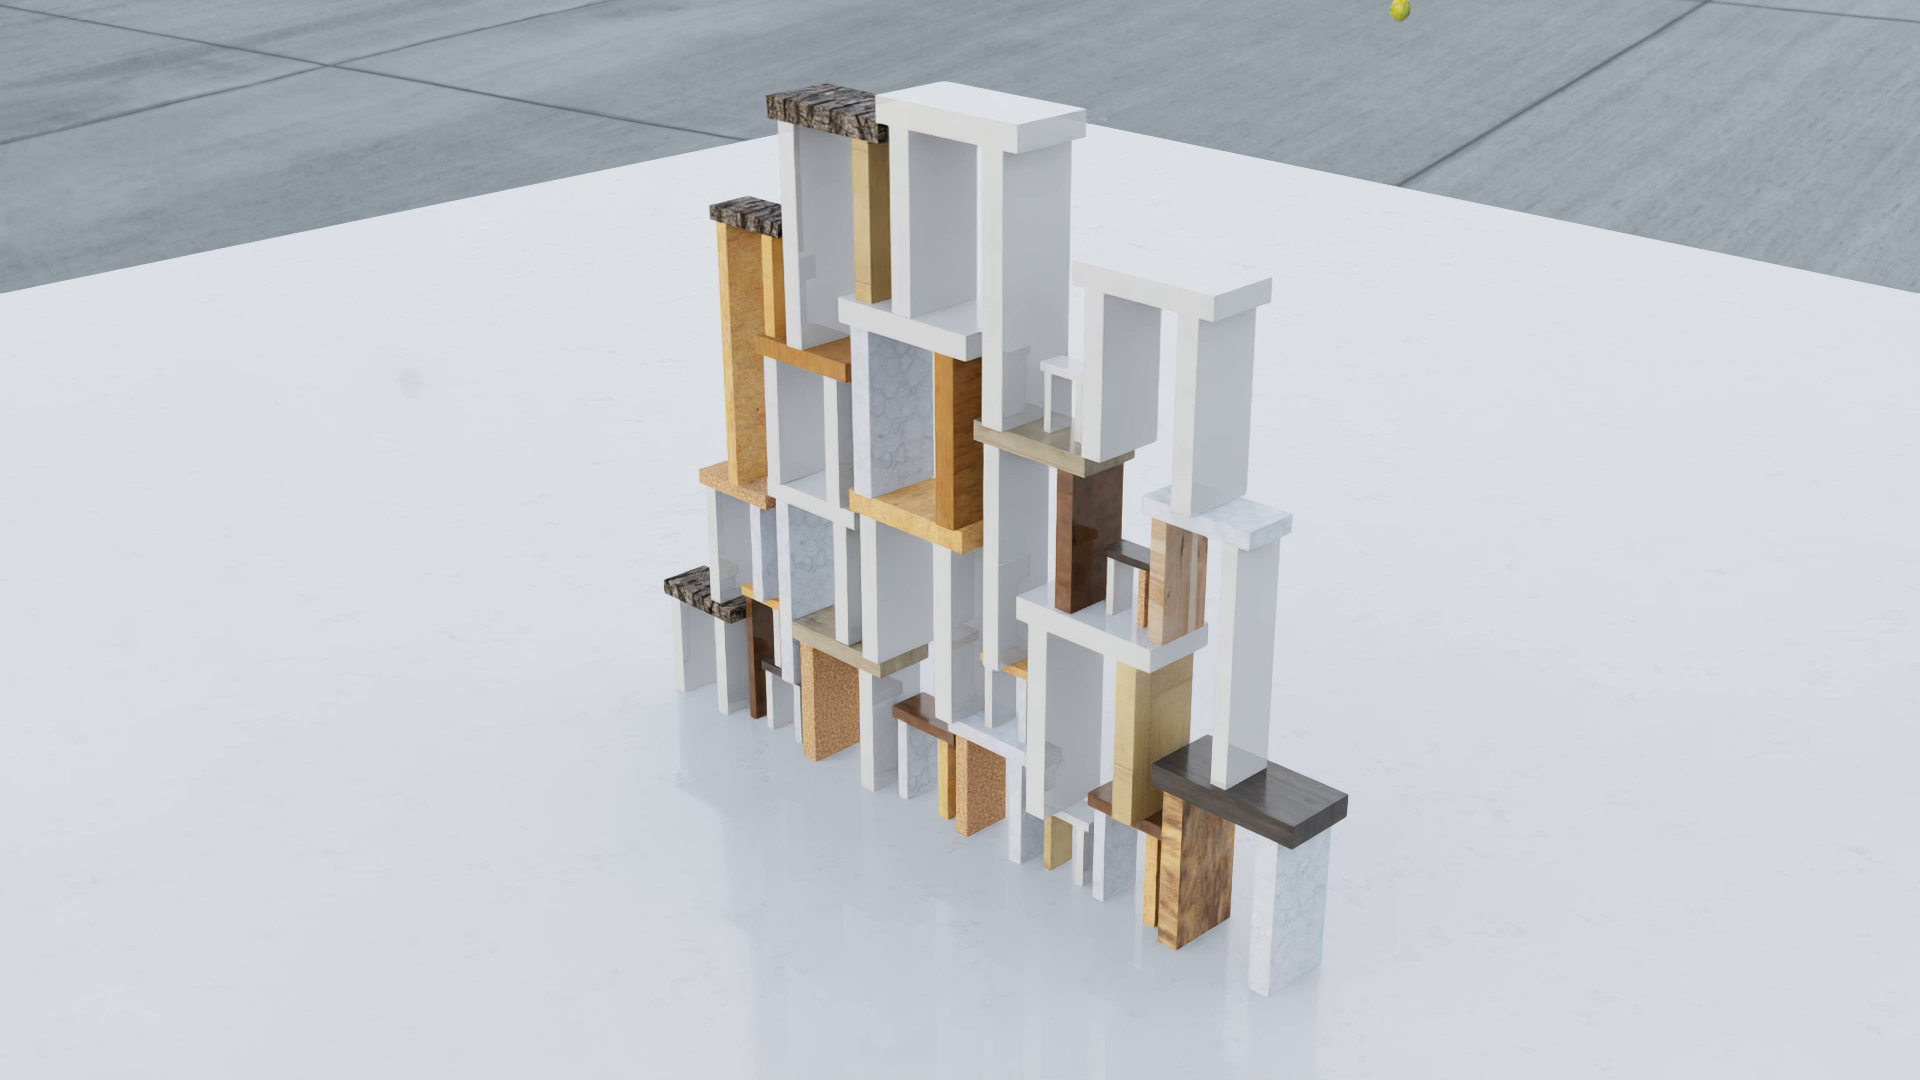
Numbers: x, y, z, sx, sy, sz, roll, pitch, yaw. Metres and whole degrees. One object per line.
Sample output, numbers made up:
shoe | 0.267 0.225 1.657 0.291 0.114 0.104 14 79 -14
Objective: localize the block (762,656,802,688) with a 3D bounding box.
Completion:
block | -0.356 0.278 4.729 0.138 0.020 0.069 21 31 41

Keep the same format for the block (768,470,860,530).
block | -0.256 -0.091 4.466 0.263 0.037 0.131 21 31 41

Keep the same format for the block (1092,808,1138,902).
block | 0.294 0.579 4.154 0.027 0.190 0.095 21 31 41

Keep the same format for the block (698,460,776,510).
block | -0.440 -0.121 4.652 0.218 0.031 0.109 22 32 40

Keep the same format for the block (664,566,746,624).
block | -0.536 0.119 4.851 0.230 0.033 0.115 21 31 41

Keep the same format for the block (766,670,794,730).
block | -0.388 0.337 4.789 0.020 0.138 0.069 21 31 41

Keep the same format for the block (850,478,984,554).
block | -0.051 -0.059 4.254 0.156 0.044 0.312 -21 31 -40

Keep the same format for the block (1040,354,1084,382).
block | 0.202 -0.301 3.880 0.112 0.016 0.056 21 31 41

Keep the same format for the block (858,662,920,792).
block | -0.144 0.371 4.540 0.038 0.270 0.135 21 31 41

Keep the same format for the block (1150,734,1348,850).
block | 0.507 0.439 3.867 0.313 0.044 0.157 21 31 41

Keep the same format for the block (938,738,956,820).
block | -0.002 0.468 4.432 0.025 0.176 0.088 21 31 41

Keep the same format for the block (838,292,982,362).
block | -0.050 -0.412 4.100 0.170 0.048 0.339 -21 31 -40

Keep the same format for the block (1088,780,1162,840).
block | 0.339 0.496 4.071 0.190 0.027 0.095 21 31 41

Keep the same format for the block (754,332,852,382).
block | -0.268 -0.375 4.351 0.268 0.038 0.134 21 31 41

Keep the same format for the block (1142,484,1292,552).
block | 0.435 -0.044 3.734 0.233 0.033 0.117 21 31 41

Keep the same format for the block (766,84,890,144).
block | -0.202 -0.798 4.106 0.307 0.043 0.153 21 31 41

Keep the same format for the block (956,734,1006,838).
block | 0.042 0.470 4.371 0.031 0.220 0.110 21 31 41

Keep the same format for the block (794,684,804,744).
block | -0.323 0.363 4.729 0.020 0.138 0.069 21 31 41

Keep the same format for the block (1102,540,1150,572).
block | 0.313 0.028 3.902 0.110 0.016 0.055 21 31 40

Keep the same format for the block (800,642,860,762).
block | -0.271 0.322 4.657 0.135 0.270 0.038 -21 31 -41

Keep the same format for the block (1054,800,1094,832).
block | 0.220 0.517 4.200 0.125 0.018 0.063 21 31 40

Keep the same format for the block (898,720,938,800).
block | -0.085 0.436 4.508 0.025 0.176 0.088 21 31 41

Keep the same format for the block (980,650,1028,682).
block | 0.111 0.233 4.201 0.068 0.019 0.135 -21 31 -40

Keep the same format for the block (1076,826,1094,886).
block | 0.250 0.594 4.201 0.018 0.125 0.063 21 31 41

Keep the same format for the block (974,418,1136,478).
block | 0.168 -0.182 3.956 0.271 0.038 0.135 21 31 41

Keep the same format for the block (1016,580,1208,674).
block | 0.274 0.146 3.984 0.320 0.045 0.160 21 31 40

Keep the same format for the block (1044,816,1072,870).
block | 0.191 0.571 4.255 0.018 0.125 0.063 21 31 41

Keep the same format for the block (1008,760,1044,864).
block | 0.145 0.511 4.276 0.031 0.220 0.110 21 31 41

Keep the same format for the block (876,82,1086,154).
block | 0.034 -0.747 3.872 0.348 0.049 0.174 21 31 40

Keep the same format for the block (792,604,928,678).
block | -0.207 0.205 4.538 0.270 0.038 0.135 21 31 41

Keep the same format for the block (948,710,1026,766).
block | 0.093 0.375 4.275 0.110 0.031 0.220 -21 31 -41

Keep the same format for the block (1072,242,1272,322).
block | 0.350 -0.431 3.660 0.304 0.043 0.152 21 31 40

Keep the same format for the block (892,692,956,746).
block | -0.044 0.359 4.431 0.176 0.025 0.088 21 31 41

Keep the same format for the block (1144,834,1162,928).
block | 0.383 0.614 4.071 0.095 0.190 0.027 -21 31 -41

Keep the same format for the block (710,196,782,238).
block | -0.391 -0.641 4.364 0.207 0.029 0.103 21 31 40

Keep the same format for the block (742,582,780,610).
block | -0.398 0.117 4.713 0.135 0.019 0.068 21 31 41
